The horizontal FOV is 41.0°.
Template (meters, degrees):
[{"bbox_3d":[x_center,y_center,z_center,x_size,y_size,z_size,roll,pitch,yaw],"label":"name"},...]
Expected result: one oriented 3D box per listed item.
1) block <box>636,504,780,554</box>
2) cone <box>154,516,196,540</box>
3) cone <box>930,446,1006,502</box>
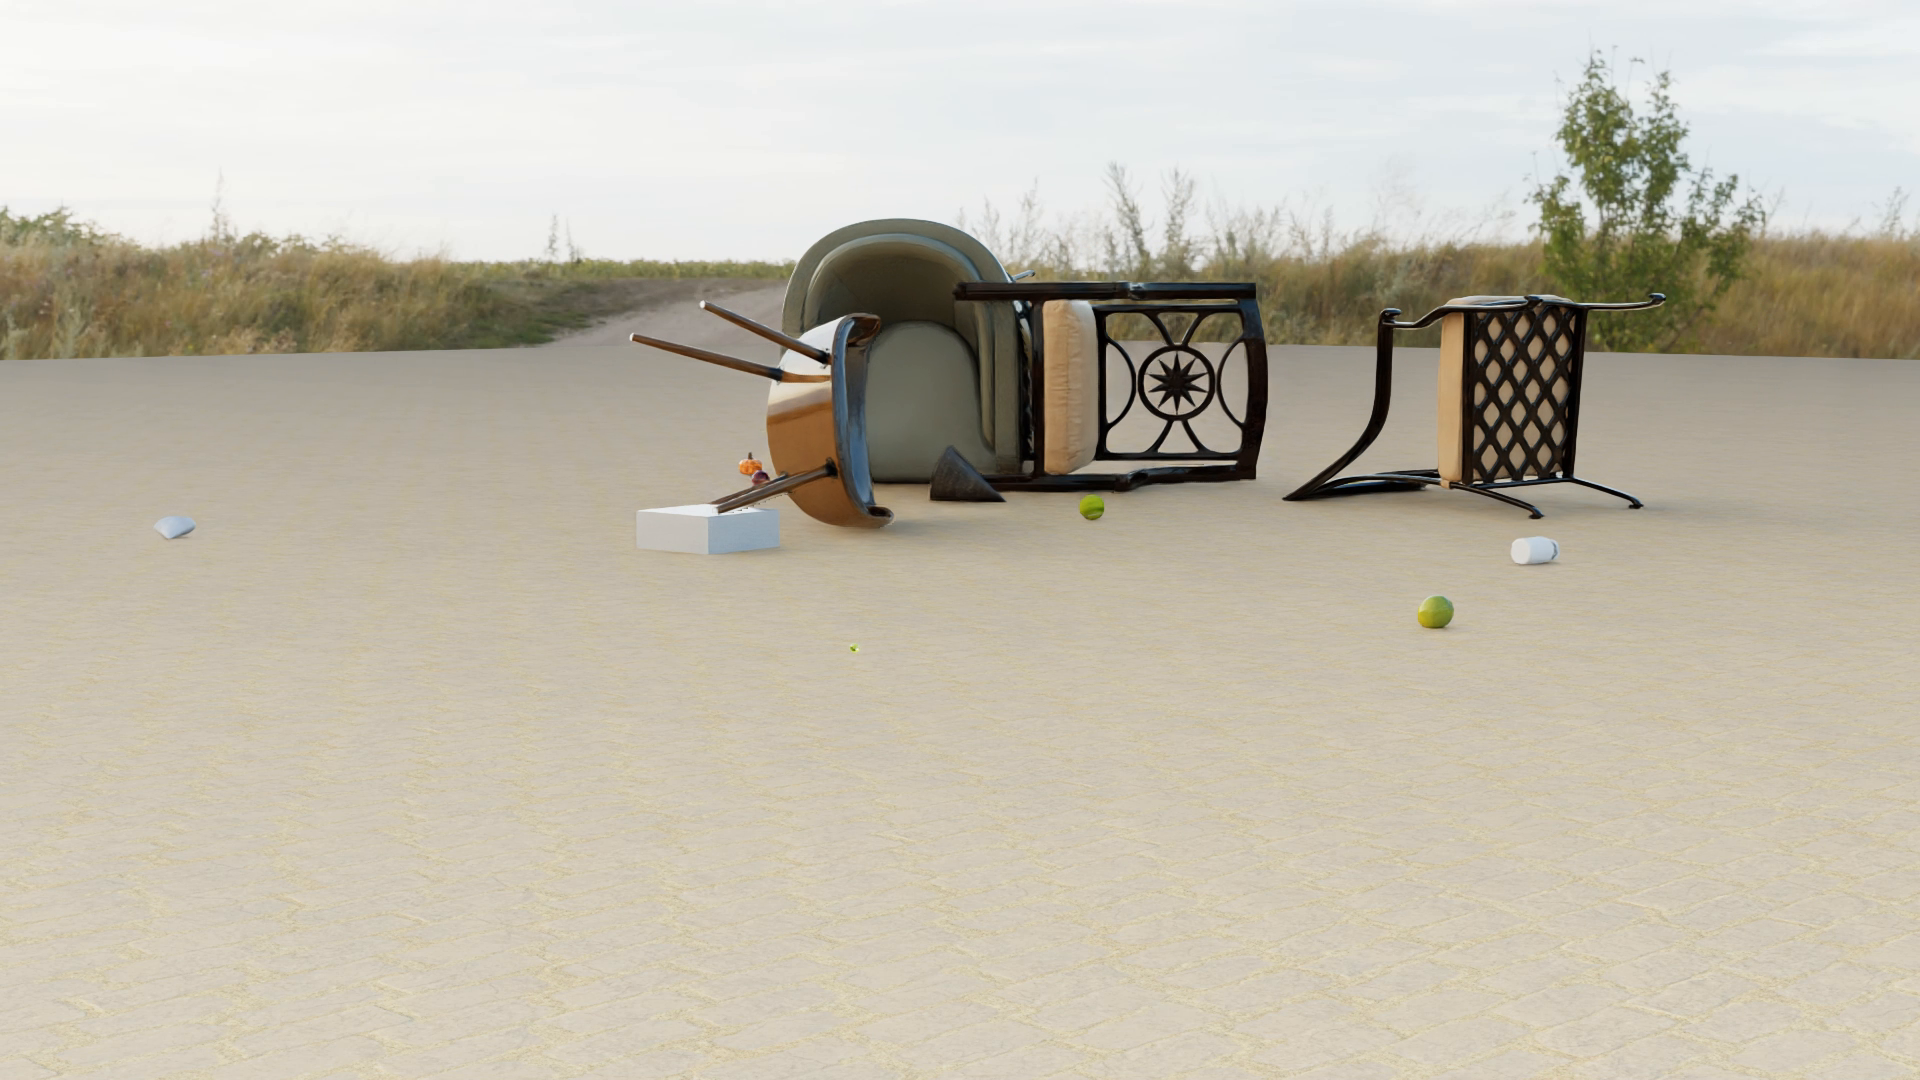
[{"bbox_3d":[-0.613,-0.028,6.239,0.245,0.091,0.244,5,8,40],"label":"block"},{"bbox_3d":[-1.984,-0.018,6.458,0.107,0.058,0.065,-7,30,4],"label":"cone"},{"bbox_3d":[0.040,-0.154,7.506,0.218,0.178,0.116,24,26,12],"label":"cone"}]
